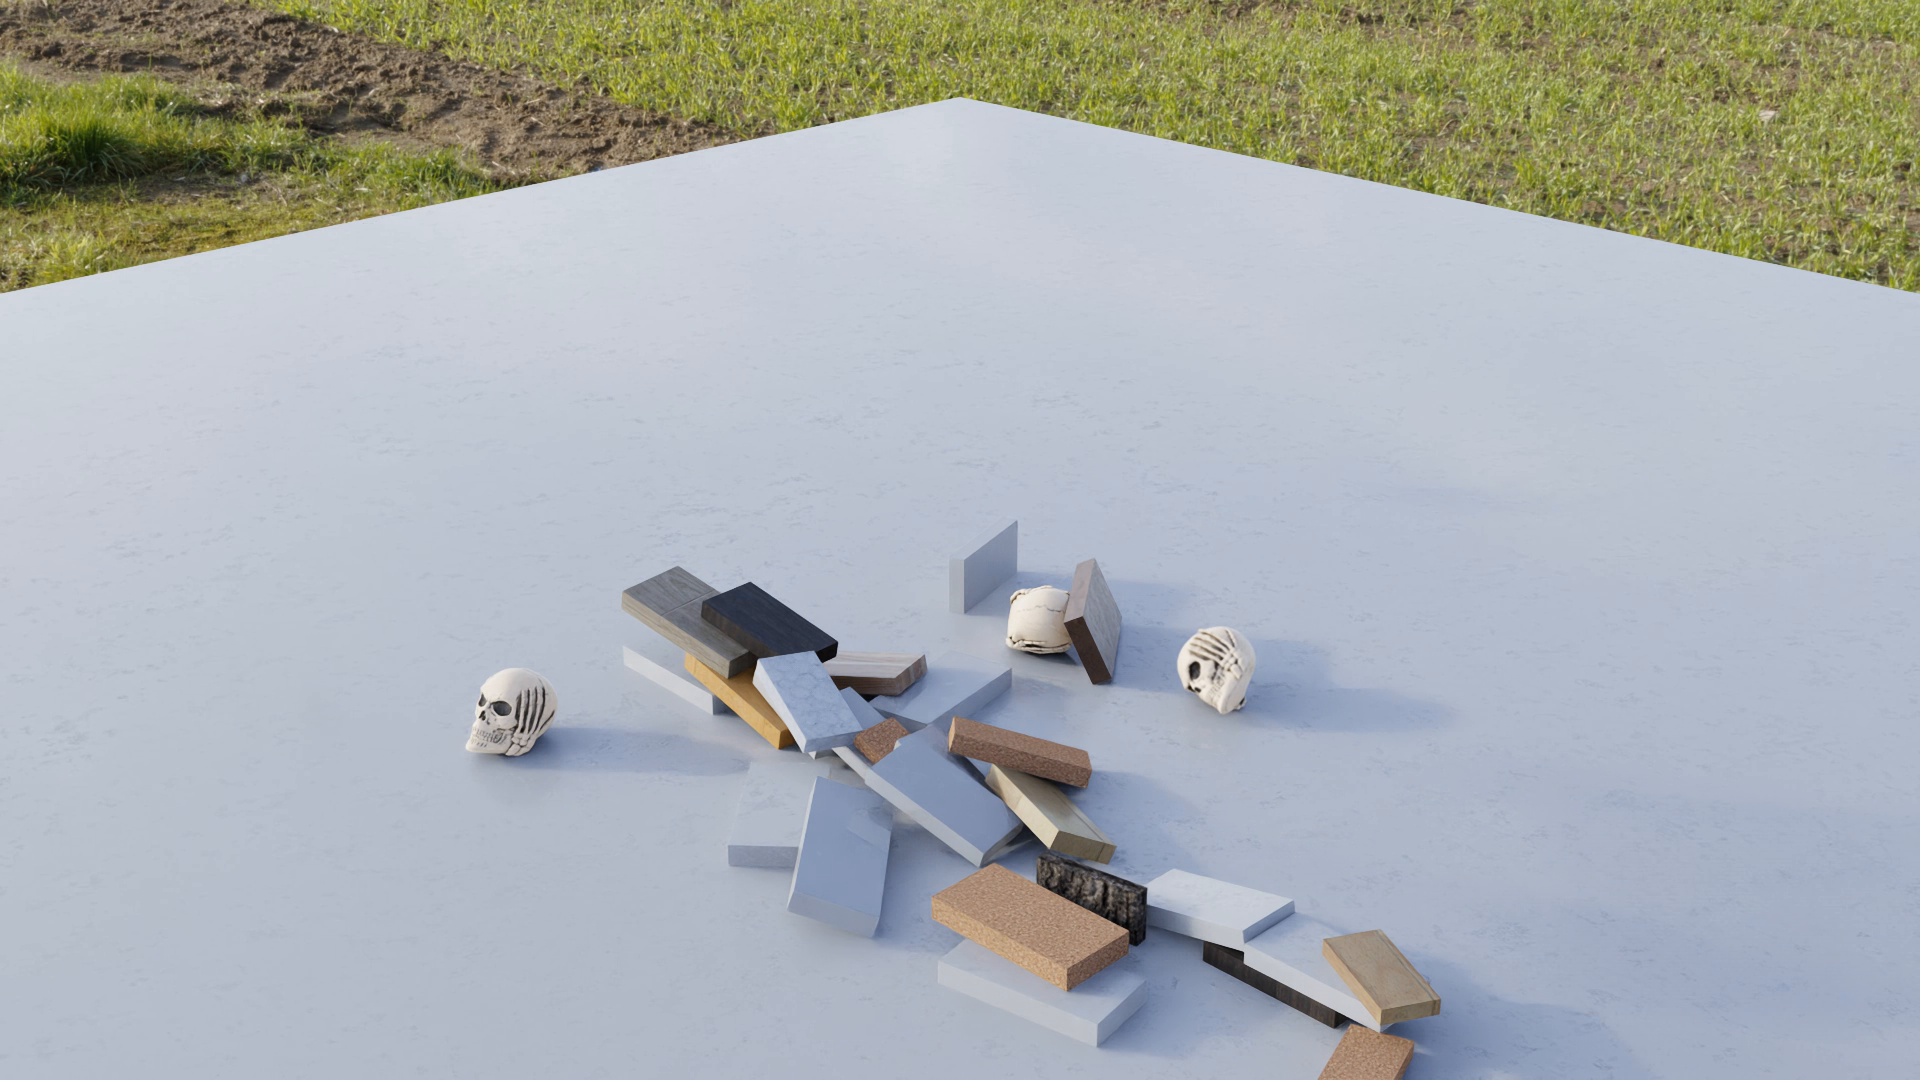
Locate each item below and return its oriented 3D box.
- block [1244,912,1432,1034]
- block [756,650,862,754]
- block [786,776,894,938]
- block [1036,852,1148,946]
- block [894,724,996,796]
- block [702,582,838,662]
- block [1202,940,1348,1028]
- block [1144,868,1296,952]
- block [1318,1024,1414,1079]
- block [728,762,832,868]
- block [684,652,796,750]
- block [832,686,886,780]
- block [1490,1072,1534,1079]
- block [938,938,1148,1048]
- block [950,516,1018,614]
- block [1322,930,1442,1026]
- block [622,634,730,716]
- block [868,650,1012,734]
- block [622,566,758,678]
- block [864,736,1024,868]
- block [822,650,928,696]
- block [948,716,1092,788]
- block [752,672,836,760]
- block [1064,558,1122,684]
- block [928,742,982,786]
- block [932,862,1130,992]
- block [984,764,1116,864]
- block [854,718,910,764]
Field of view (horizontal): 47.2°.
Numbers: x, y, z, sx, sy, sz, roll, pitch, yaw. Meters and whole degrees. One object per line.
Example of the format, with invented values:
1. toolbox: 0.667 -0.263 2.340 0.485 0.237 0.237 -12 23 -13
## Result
1. block: 0.656 0.751 3.833 0.145 0.041 0.291 -21 31 -40
2. block: -0.319 0.339 4.633 0.131 0.037 0.262 -7 40 -28
3. block: -0.224 0.601 4.216 0.165 0.047 0.425 19 23 -6
4. block: 0.241 0.662 4.060 0.221 0.110 0.031 16 28 32
5. block: -0.030 0.472 4.515 0.104 0.029 0.208 -20 52 -39
6. block: -0.423 0.197 4.870 0.288 0.041 0.144 32 37 32
7. block: 0.592 0.761 3.914 0.145 0.041 0.291 -21 31 -40
8. block: 0.455 0.677 4.036 0.145 0.041 0.291 -21 19 -40
9. block: 0.662 0.877 3.615 0.110 0.031 0.220 11 22 24
10. block: -0.358 0.548 4.409 0.166 0.047 0.332 1 23 3
11. block: -0.435 0.324 4.844 0.171 0.049 0.343 -20 42 -38
12. block: -0.201 0.419 4.629 0.131 0.037 0.262 -20 48 -39
13. block: 0.895 0.905 3.609 0.108 0.015 0.054 -6 24 -14
14. block: 0.144 0.776 3.871 0.330 0.047 0.165 15 27 32
15. block: 0.059 0.061 5.432 0.041 0.144 0.288 12 26 26
16. block: 0.718 0.744 3.755 0.110 0.031 0.220 -7 24 -16
17. block: -0.597 0.292 5.010 0.171 0.049 0.343 -20 30 -38
18. block: -0.045 0.345 4.888 0.166 0.047 0.332 15 27 31
19. block: -0.579 0.182 4.939 0.343 0.049 0.171 30 37 29
20. block: -0.029 0.516 4.353 0.291 0.041 0.145 34 40 20
21. block: -0.235 0.297 4.940 0.288 0.041 0.144 1 19 28
22. block: 0.123 0.437 4.541 0.291 0.041 0.145 15 9 -3
23. block: -0.322 0.360 4.733 0.131 0.037 0.262 -14 44 -34
24. block: 0.311 0.185 5.106 0.047 0.166 0.332 -20 18 16
25. block: -0.020 0.503 4.432 0.104 0.029 0.208 -26 55 -38
26. block: 0.124 0.691 3.952 0.330 0.047 0.165 21 31 40
27. block: 0.177 0.541 4.353 0.145 0.041 0.291 19 11 -31
28. block: -0.112 0.459 4.545 0.104 0.029 0.208 -22 53 -41
